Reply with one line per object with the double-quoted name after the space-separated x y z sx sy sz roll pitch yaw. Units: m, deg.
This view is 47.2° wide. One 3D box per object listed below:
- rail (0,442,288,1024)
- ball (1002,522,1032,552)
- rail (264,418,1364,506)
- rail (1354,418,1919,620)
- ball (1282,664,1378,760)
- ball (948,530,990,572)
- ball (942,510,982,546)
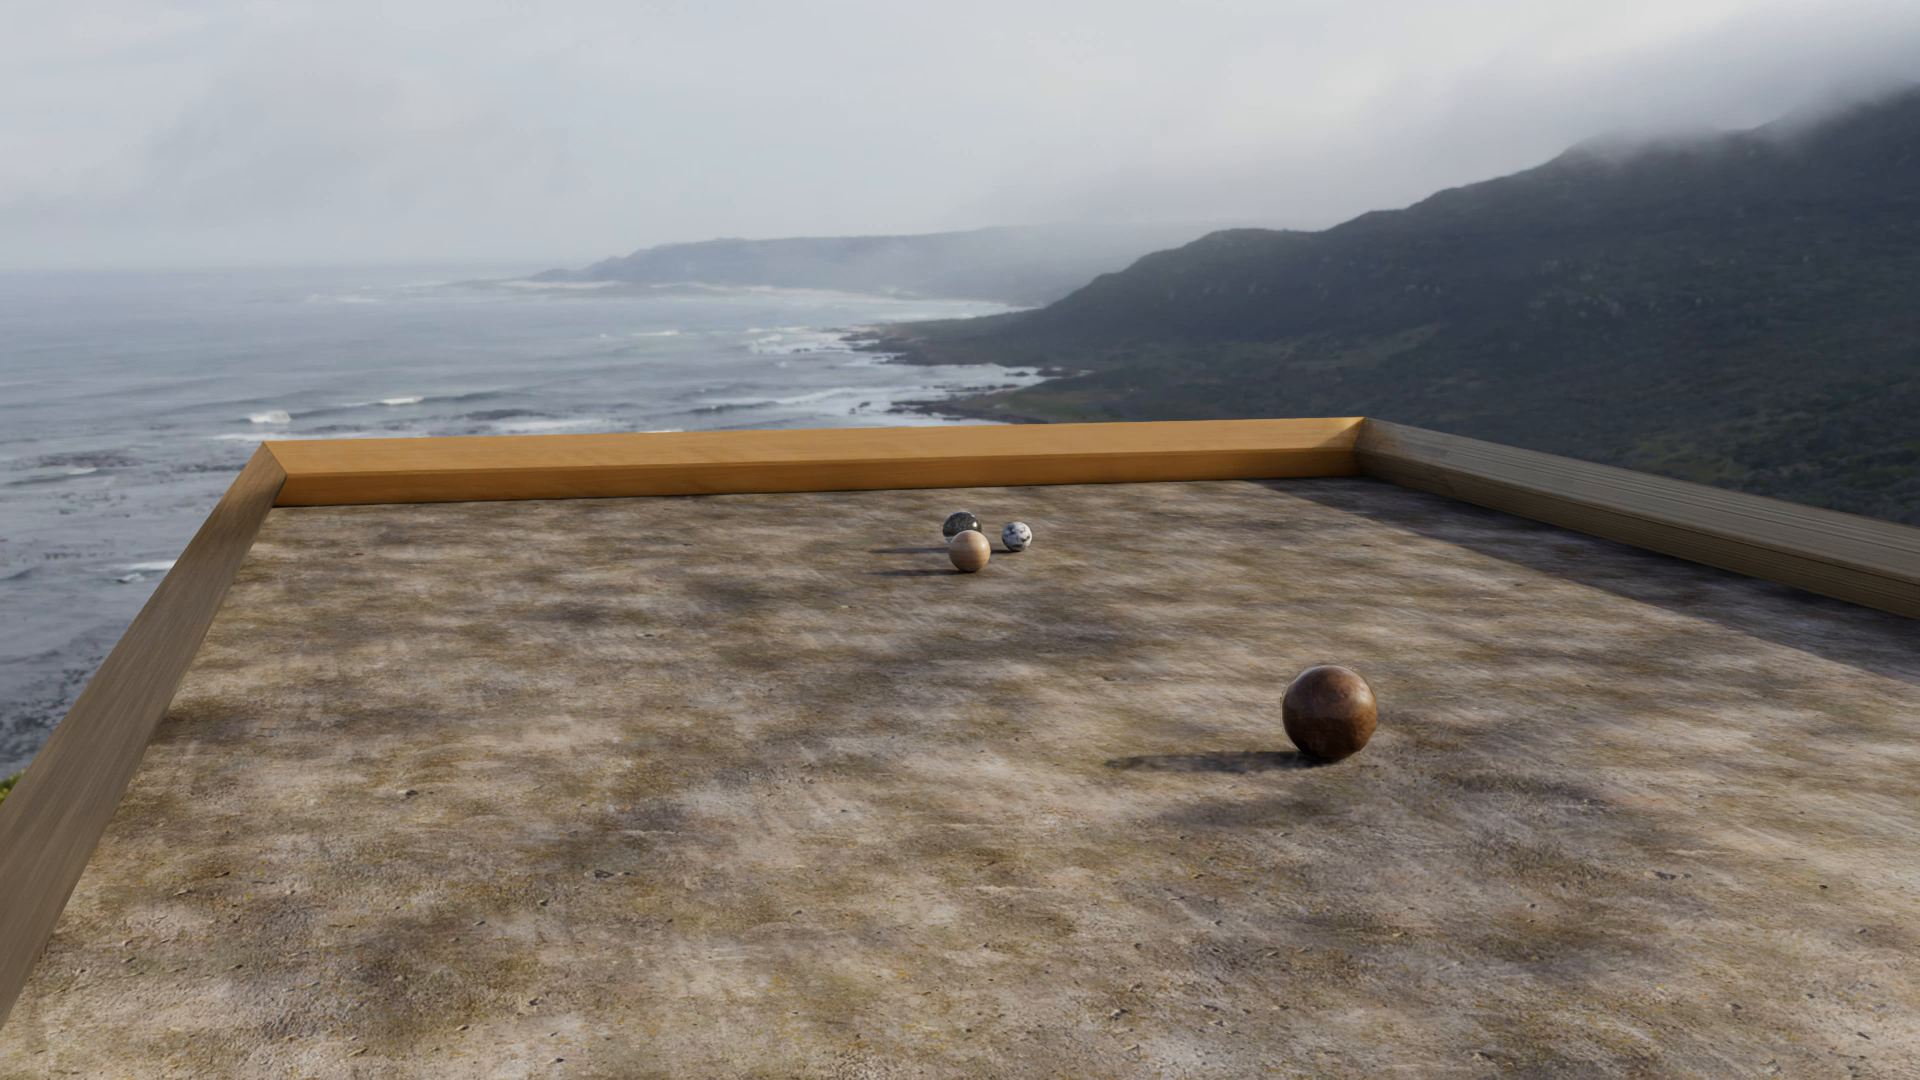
-0.842 0.135 2.329 0.045 0.123 3.842 -2 8 -14 "rail"
0.093 -0.006 3.593 0.049 0.049 0.049 0 8 0 "ball"
-0.223 -0.160 4.412 2.250 0.123 0.045 -2 8 -14 "rail"
1.298 0.062 2.847 0.045 0.123 3.842 -2 8 -14 "rail"
0.367 0.171 2.182 0.095 0.095 0.095 0 8 0 "ball"
0.015 0.017 3.377 0.065 0.065 0.065 0 8 0 "ball"
0.004 -0.016 3.607 0.065 0.065 0.065 0 8 0 "ball"
